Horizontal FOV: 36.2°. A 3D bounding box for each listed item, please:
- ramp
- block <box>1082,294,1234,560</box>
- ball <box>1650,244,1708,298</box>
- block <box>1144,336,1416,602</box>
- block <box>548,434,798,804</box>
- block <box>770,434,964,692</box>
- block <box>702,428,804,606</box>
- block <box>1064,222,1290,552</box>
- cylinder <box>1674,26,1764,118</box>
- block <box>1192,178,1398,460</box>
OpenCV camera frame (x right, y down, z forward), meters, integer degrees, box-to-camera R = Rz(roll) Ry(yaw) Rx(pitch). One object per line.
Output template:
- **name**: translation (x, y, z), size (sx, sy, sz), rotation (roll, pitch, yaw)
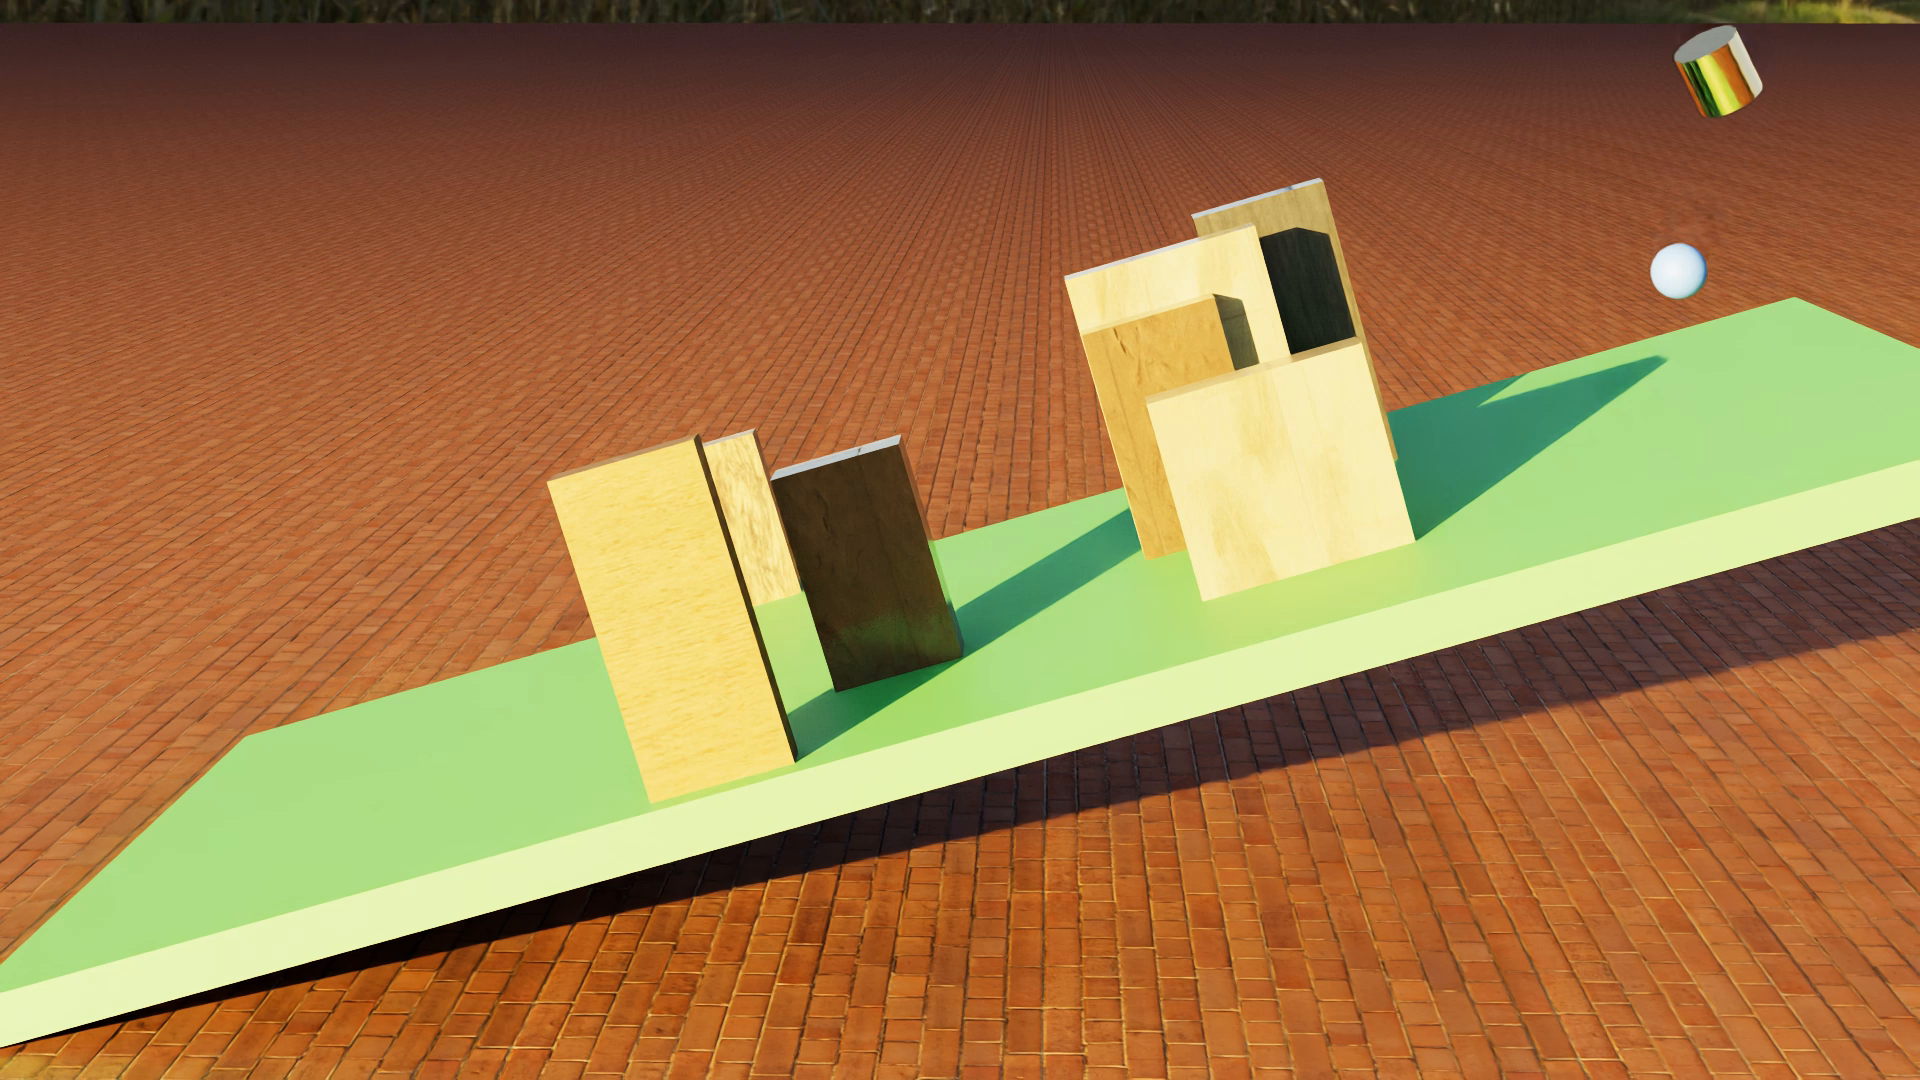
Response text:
- **ramp**: translation (0.090, 0.187, 6.320), size (4.000, 0.100, 2.000), rotation (-16, 10, 5)
- **block**: translation (0.469, -0.242, 6.294), size (0.290, 0.505, 0.092), rotation (-16, 10, 5)
- **ball**: translation (1.491, -0.557, 6.098), size (0.115, 0.115, 0.115), rotation (0, 11, 0)
- **block**: translation (0.625, -0.139, 5.760), size (0.429, 0.404, 0.114), rotation (-16, 10, 5)
- **block**: translation (-0.527, 0.146, 5.427), size (0.280, 0.629, 0.084), rotation (-16, 10, 5)
- **block**: translation (-0.184, 0.047, 5.935), size (0.266, 0.451, 0.129), rotation (-16, 10, 5)
- **block**: translation (-0.618, -0.022, 7.165), size (0.371, 0.408, 0.085), rotation (-16, 10, 5)
- **block**: translation (0.514, -0.329, 6.375), size (0.420, 0.617, 0.101), rotation (-16, 10, 5)
- **cylinder**: translation (1.587, -0.980, 6.153), size (0.138, 0.138, 0.138), rotation (-28, 22, 12)
- **block**: translation (0.752, -0.457, 6.611), size (0.297, 0.645, 0.115), rotation (-16, 10, 5)
